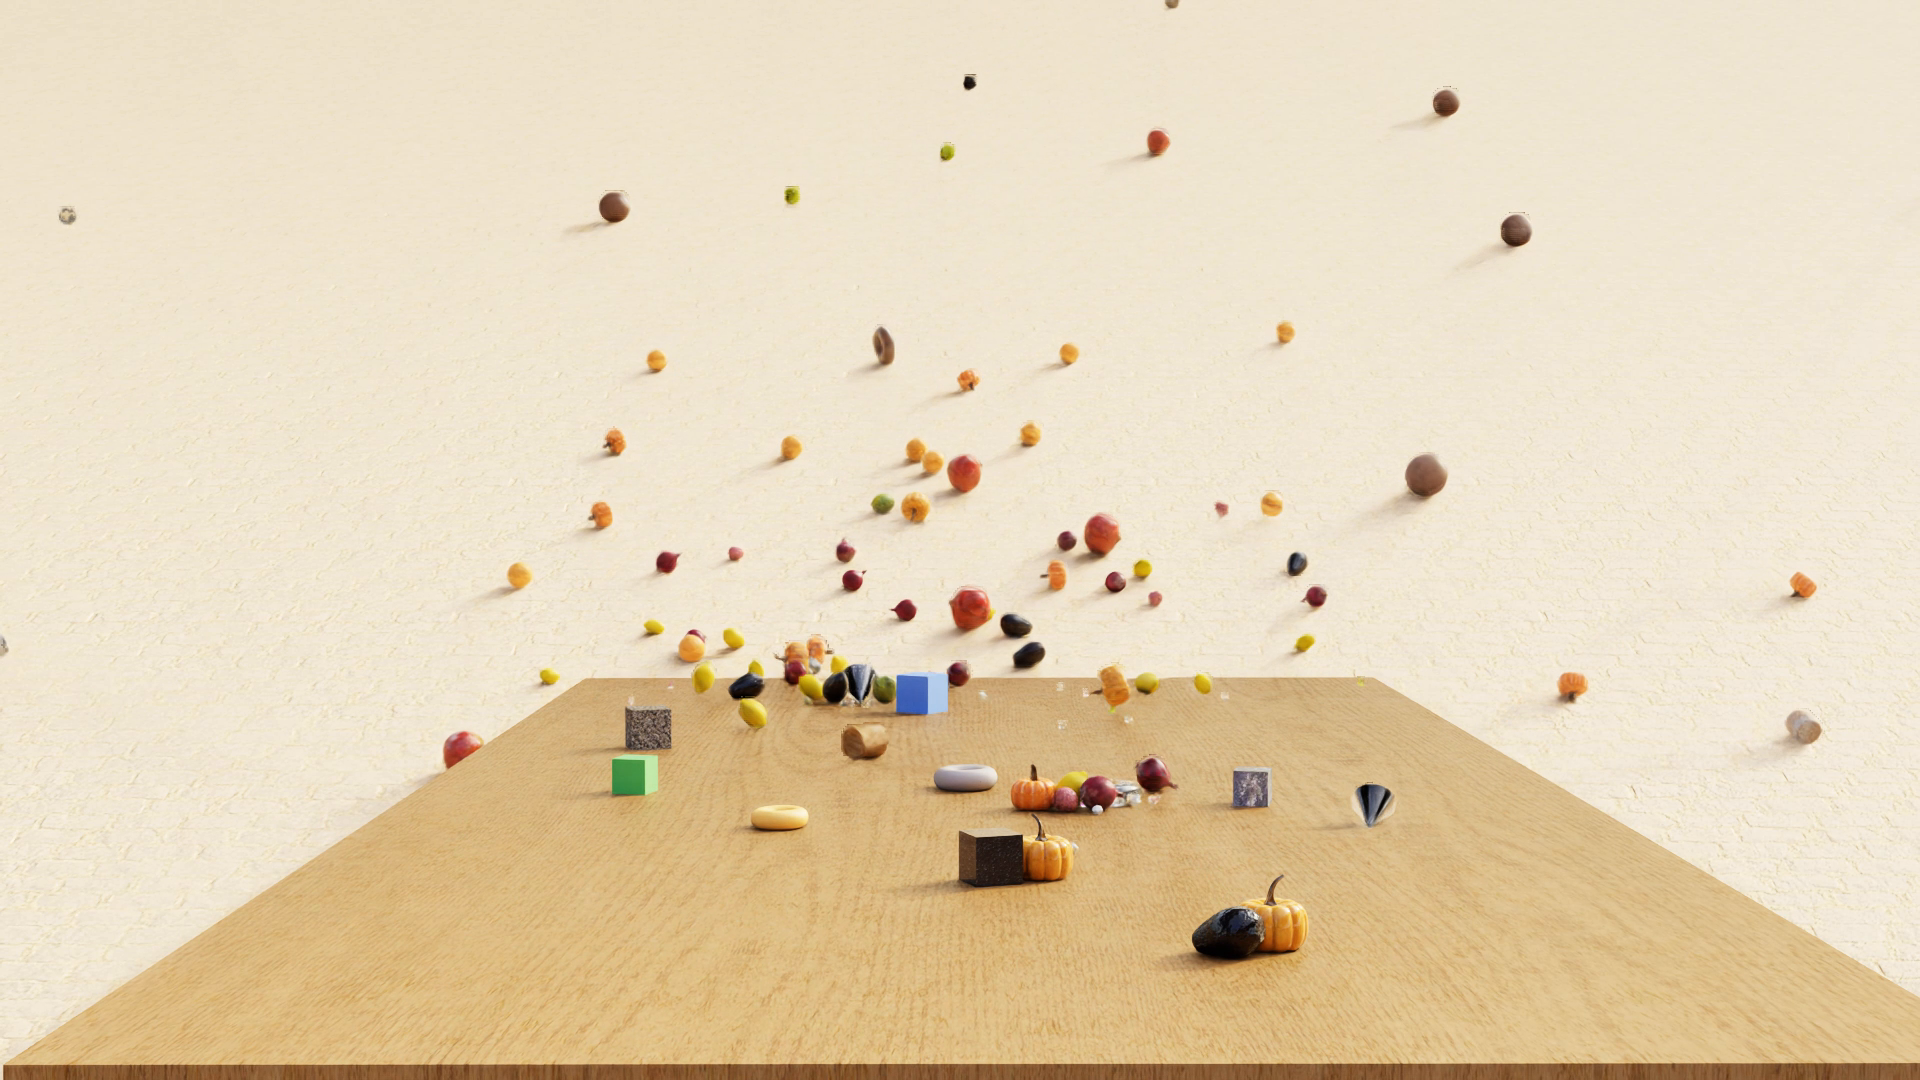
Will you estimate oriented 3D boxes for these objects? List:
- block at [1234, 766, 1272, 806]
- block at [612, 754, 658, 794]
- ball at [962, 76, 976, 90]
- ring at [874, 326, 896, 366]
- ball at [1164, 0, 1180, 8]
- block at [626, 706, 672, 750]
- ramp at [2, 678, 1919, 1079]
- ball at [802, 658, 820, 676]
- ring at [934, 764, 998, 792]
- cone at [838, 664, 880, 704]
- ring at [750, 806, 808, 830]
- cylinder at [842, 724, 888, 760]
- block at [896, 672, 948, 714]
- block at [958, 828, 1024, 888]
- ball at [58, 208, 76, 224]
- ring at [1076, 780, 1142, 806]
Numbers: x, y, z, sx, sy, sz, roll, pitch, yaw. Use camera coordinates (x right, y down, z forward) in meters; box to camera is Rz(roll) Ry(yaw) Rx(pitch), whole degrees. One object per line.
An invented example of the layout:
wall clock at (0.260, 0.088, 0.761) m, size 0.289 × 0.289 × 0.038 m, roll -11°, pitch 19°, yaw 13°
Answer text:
block at (0.490, 0.413, 4.311) m, size 0.058 × 0.058 × 0.058 m, roll 1°, pitch 2°, yaw 13°
block at (-0.563, 0.406, 4.457) m, size 0.061 × 0.061 × 0.061 m, roll 1°, pitch 2°, yaw 14°
ball at (0.049, -2.281, 12.837) m, size 0.068 × 0.068 × 0.068 m, roll 0°, pitch 23°, yaw 0°
ring at (-0.265, -0.679, 9.002) m, size 0.046 × 0.137 × 0.137 m, roll -12°, pitch 26°, yaw -19°
ball at (1.208, -3.070, 14.655) m, size 0.090 × 0.090 × 0.090 m, roll 0°, pitch 23°, yaw 0°
block at (-0.617, 0.371, 5.090) m, size 0.079 × 0.079 × 0.079 m, roll -1°, pitch 3°, yaw -17°
ramp at (0.053, 0.483, 4.539) m, size 2.000 × 0.100 × 4.000 m, roll 0°, pitch 2°, yaw 0°
ball at (-0.390, 0.333, 6.748) m, size 0.050 × 0.050 × 0.050 m, roll 0°, pitch 23°, yaw 0°
ring at (0.010, 0.416, 4.502) m, size 0.112 × 0.037 × 0.112 m, roll -1°, pitch 3°, yaw 0°
cone at (-0.231, 0.352, 5.944) m, size 0.097 × 0.097 × 0.097 m, roll -2°, pitch 29°, yaw -5°
ring at (-0.285, 0.438, 4.062) m, size 0.092 × 0.031 × 0.092 m, roll -1°, pitch 3°, yaw 0°
cylinder at (-0.182, 0.385, 4.916) m, size 0.062 × 0.062 × 0.062 m, roll -3°, pitch 19°, yaw -45°
block at (-0.084, 0.341, 5.737) m, size 0.084 × 0.084 × 0.084 m, roll 1°, pitch 3°, yaw 31°
block at (0.042, 0.439, 3.564) m, size 0.069 × 0.069 × 0.069 m, roll -1°, pitch 3°, yaw -20°
ball at (-3.686, -1.337, 10.627) m, size 0.070 × 0.070 × 0.070 m, roll 0°, pitch 23°, yaw 0°
ring at (0.249, 0.424, 4.314) m, size 0.111 × 0.037 × 0.111 m, roll 0°, pitch 1°, yaw 0°
